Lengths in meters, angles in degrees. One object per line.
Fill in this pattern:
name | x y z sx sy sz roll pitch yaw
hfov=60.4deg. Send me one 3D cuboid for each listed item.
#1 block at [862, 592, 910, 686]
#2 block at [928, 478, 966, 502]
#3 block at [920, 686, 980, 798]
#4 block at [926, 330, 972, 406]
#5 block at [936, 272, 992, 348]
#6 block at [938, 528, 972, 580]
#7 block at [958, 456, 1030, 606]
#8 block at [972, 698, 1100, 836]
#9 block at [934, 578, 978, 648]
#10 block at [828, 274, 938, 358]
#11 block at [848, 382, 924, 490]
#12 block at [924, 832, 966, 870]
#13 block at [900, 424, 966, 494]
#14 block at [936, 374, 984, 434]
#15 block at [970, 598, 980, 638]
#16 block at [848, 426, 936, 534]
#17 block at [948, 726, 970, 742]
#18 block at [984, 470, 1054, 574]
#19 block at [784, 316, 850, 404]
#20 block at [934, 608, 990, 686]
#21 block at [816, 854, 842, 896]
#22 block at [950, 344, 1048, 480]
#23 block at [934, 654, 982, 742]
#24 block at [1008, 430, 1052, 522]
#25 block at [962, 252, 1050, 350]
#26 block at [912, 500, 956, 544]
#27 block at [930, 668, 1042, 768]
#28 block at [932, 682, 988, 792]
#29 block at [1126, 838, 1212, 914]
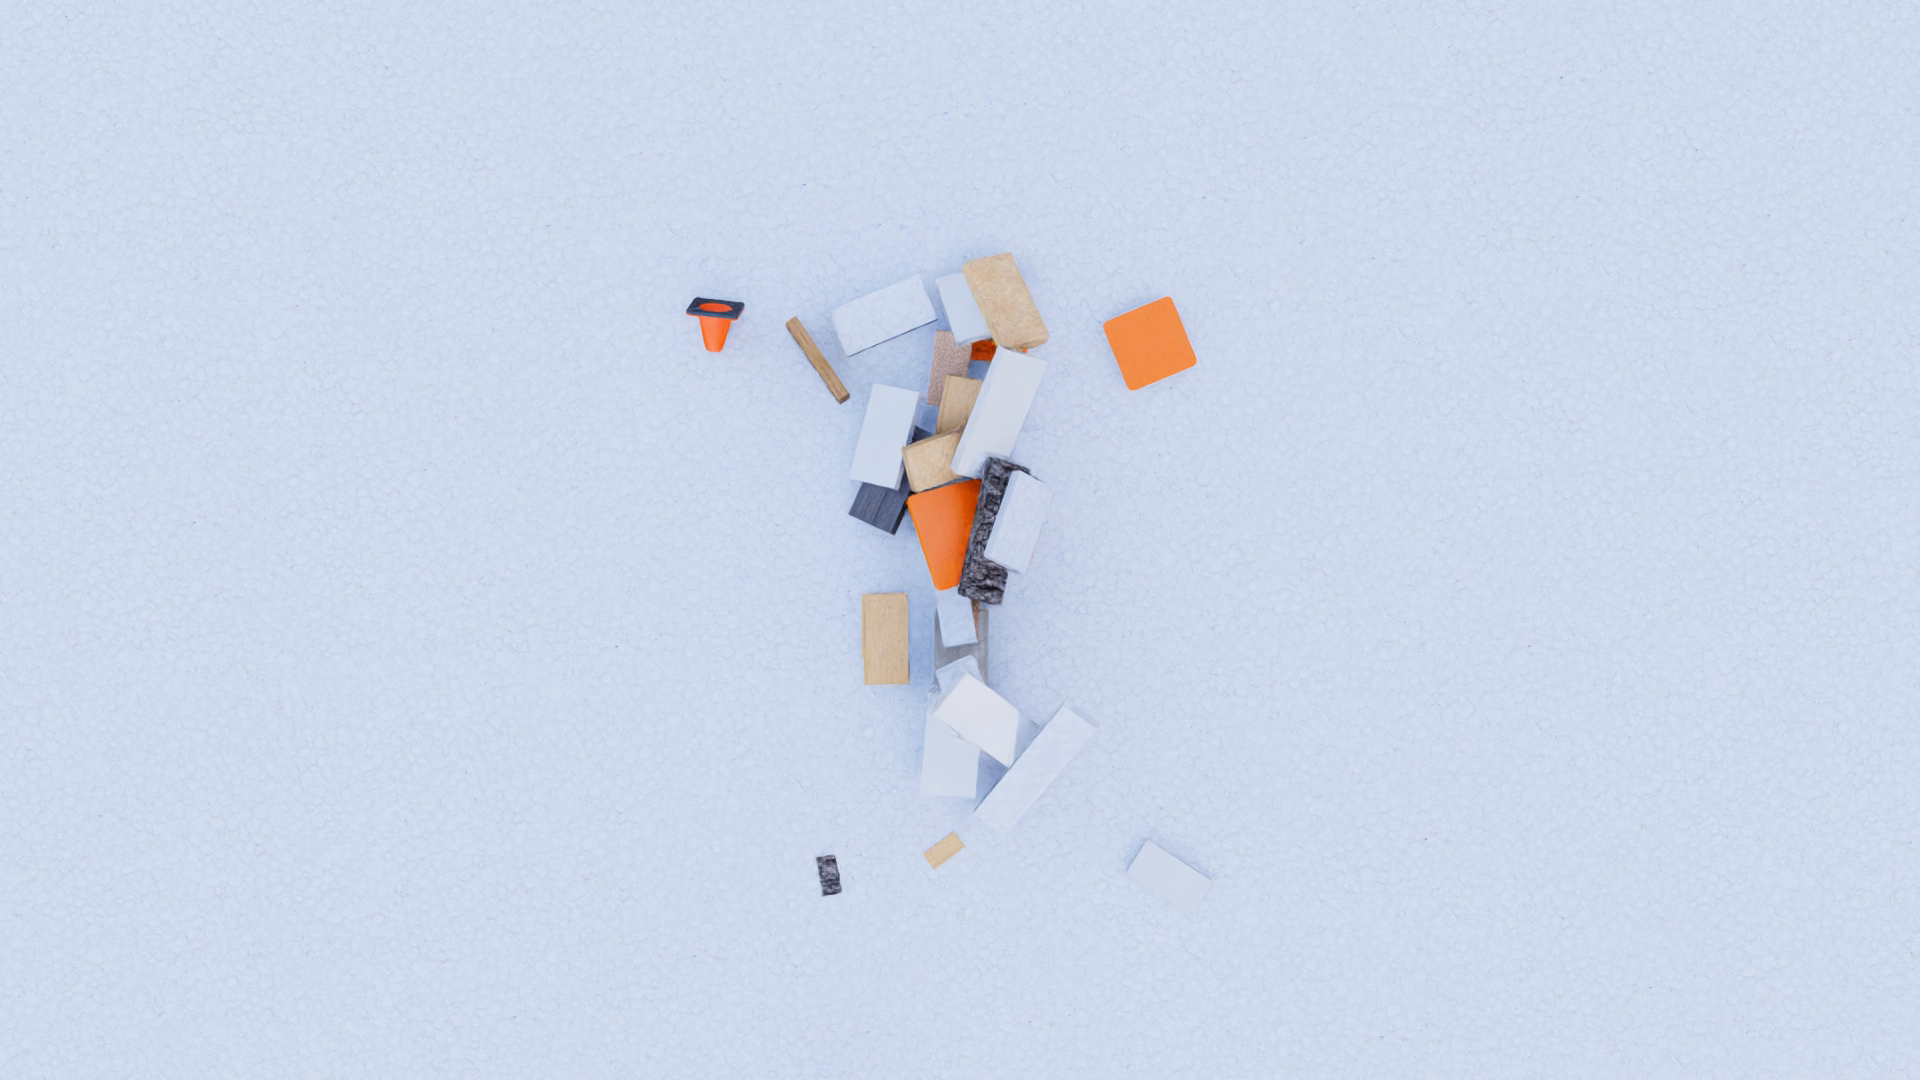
block | -0.248 0.328 5.479 0.151 0.043 0.302 -1 90 0
block | -0.059 -0.188 5.490 0.142 0.020 0.071 25 90 0
block | -0.026 0.659 5.373 0.179 0.051 0.358 5 106 -1
block | -0.033 -0.564 5.458 0.124 0.035 0.248 8 101 0
block | 0.015 -0.764 5.425 0.124 0.035 0.248 -17 69 0
block | -0.013 0.072 5.453 0.110 0.031 0.220 -1 73 0
block | 0.111 -0.028 5.366 0.151 0.043 0.460 17 81 -34
block | 0.239 0.740 5.308 0.129 0.036 0.602 35 126 0
block | -0.016 0.236 5.376 0.110 0.031 0.220 -9 77 -2
block | -0.256 -0.745 5.477 0.326 0.046 0.163 -23 90 0
block | -0.243 -0.340 5.429 0.163 0.046 0.326 14 87 18
block | -0.053 1.034 5.491 0.128 0.018 0.064 -36 90 0
block | -0.032 -0.277 5.408 0.304 0.043 0.152 -21 112 -17
block | -0.007 -0.417 5.451 0.124 0.035 0.247 11 105 0
block | 0.008 0.215 5.437 0.110 0.031 0.220 1 64 1
block | -0.220 -0.213 5.453 0.163 0.046 0.358 24 90 18
block | -0.006 0.589 5.316 0.064 0.018 0.128 -4 106 2
block | 0.191 -0.057 5.368 0.151 0.043 0.301 27 76 -32
block | -0.466 -0.589 5.423 0.043 0.152 0.304 -34 90 -1
block | 0.005 0.409 5.437 0.179 0.051 0.358 0 78 0
block | -0.435 1.116 5.491 0.064 0.018 0.128 -10 90 0
block | 0.124 -0.404 5.353 0.168 0.048 0.435 13 108 -32
block | 0.022 0.506 5.259 0.129 0.036 0.257 -24 113 -13
block | 0.212 -0.204 5.478 0.152 0.043 0.304 -7 90 0
block | 0.149 -0.775 5.395 0.168 0.048 0.337 -16 70 -22
block | -0.088 -0.062 5.474 0.142 0.020 0.071 -47 64 -1
block | 0.083 0.567 5.254 0.337 0.048 0.168 38 90 -26
block | 0.000 0.652 5.475 0.179 0.051 0.358 -2 90 0
block | 0.695 1.117 5.482 0.257 0.036 0.129 33 90 0
